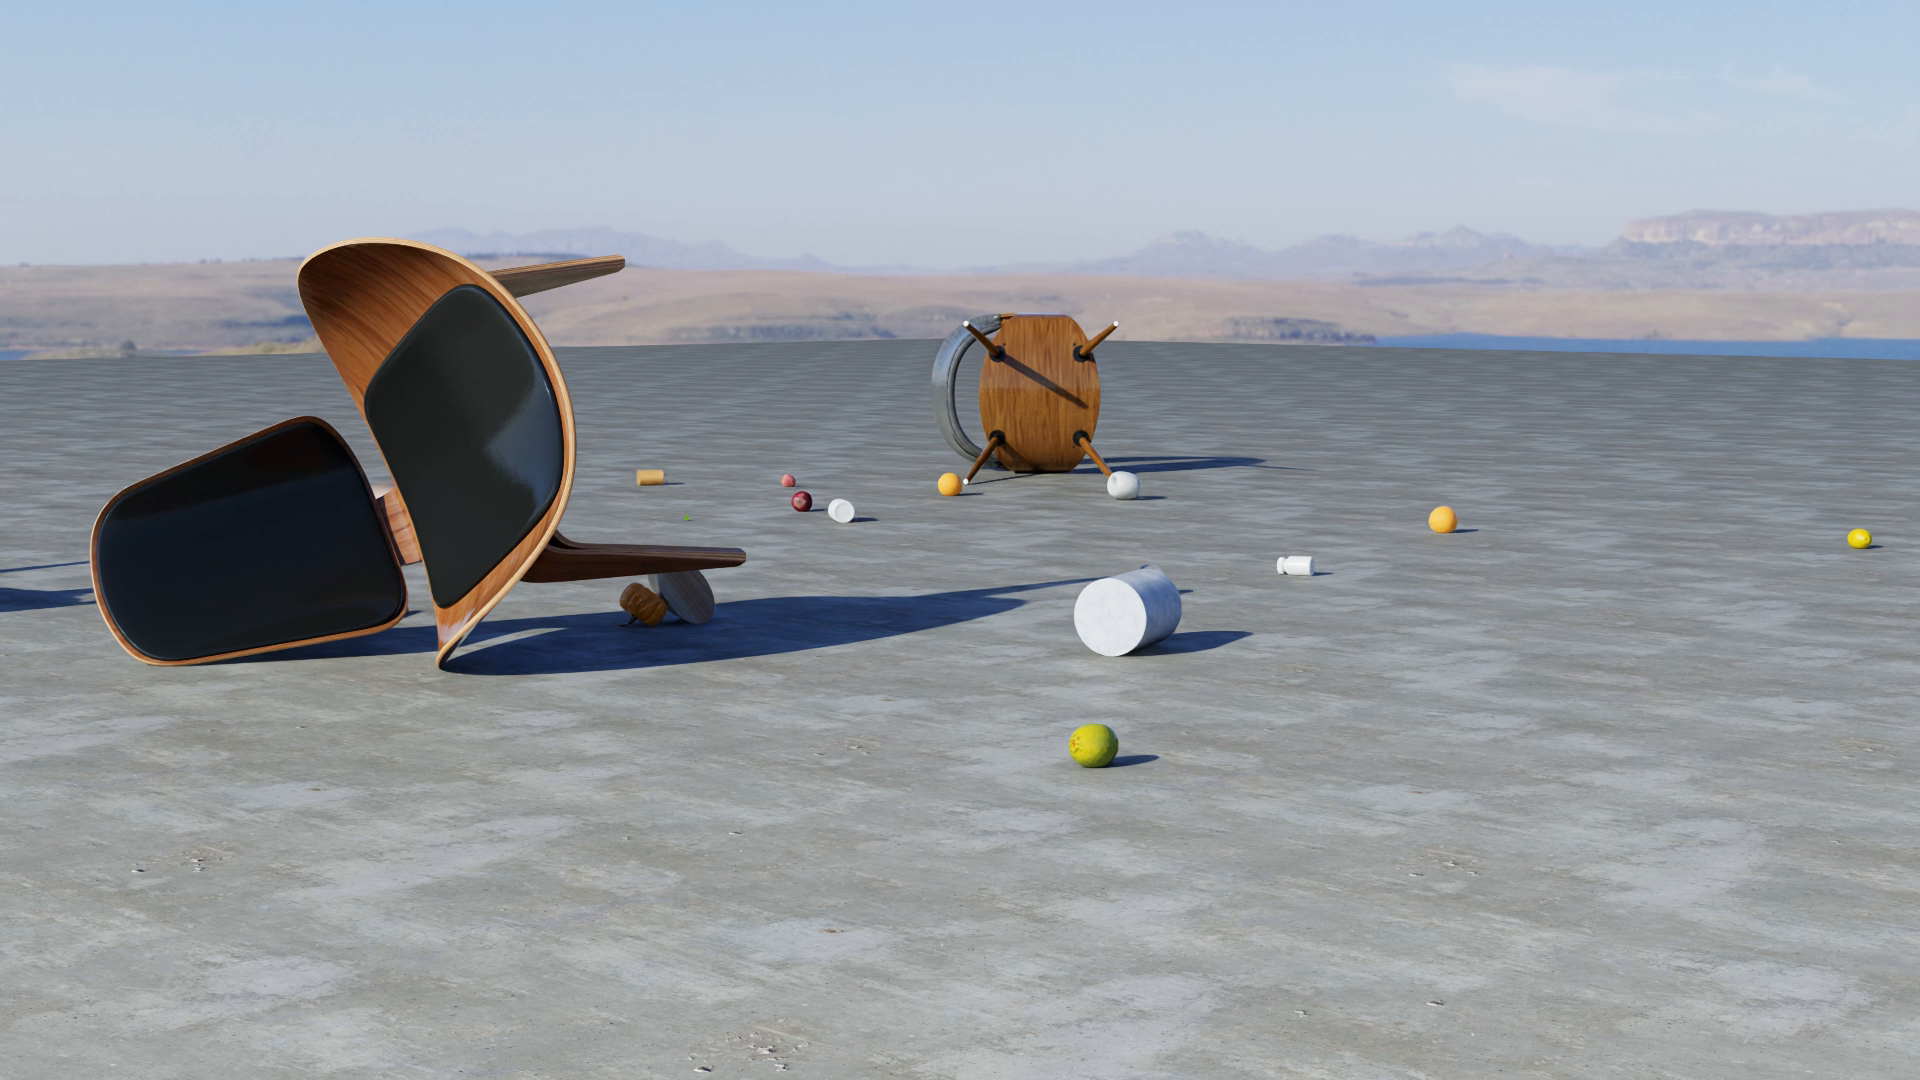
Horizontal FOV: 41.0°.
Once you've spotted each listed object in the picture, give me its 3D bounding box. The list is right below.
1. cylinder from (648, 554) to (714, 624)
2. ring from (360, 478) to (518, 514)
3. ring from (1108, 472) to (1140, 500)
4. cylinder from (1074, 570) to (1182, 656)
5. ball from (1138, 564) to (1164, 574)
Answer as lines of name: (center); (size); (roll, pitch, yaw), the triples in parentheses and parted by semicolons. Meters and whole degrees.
cylinder: (-0.532, 0.092, 4.887); (0.086, 0.146, 0.081); (-39, 17, -13)
ring: (-1.476, -0.124, 7.275); (0.441, 0.071, 0.514); (-2, 6, -22)
ring: (0.483, -0.160, 7.566); (0.074, 0.083, 0.121); (8, 5, -16)
cylinder: (0.297, 0.127, 4.522); (0.136, 0.136, 0.166); (22, 15, 23)
ball: (0.392, 0.082, 5.306); (0.064, 0.064, 0.064); (0, 6, 0)
